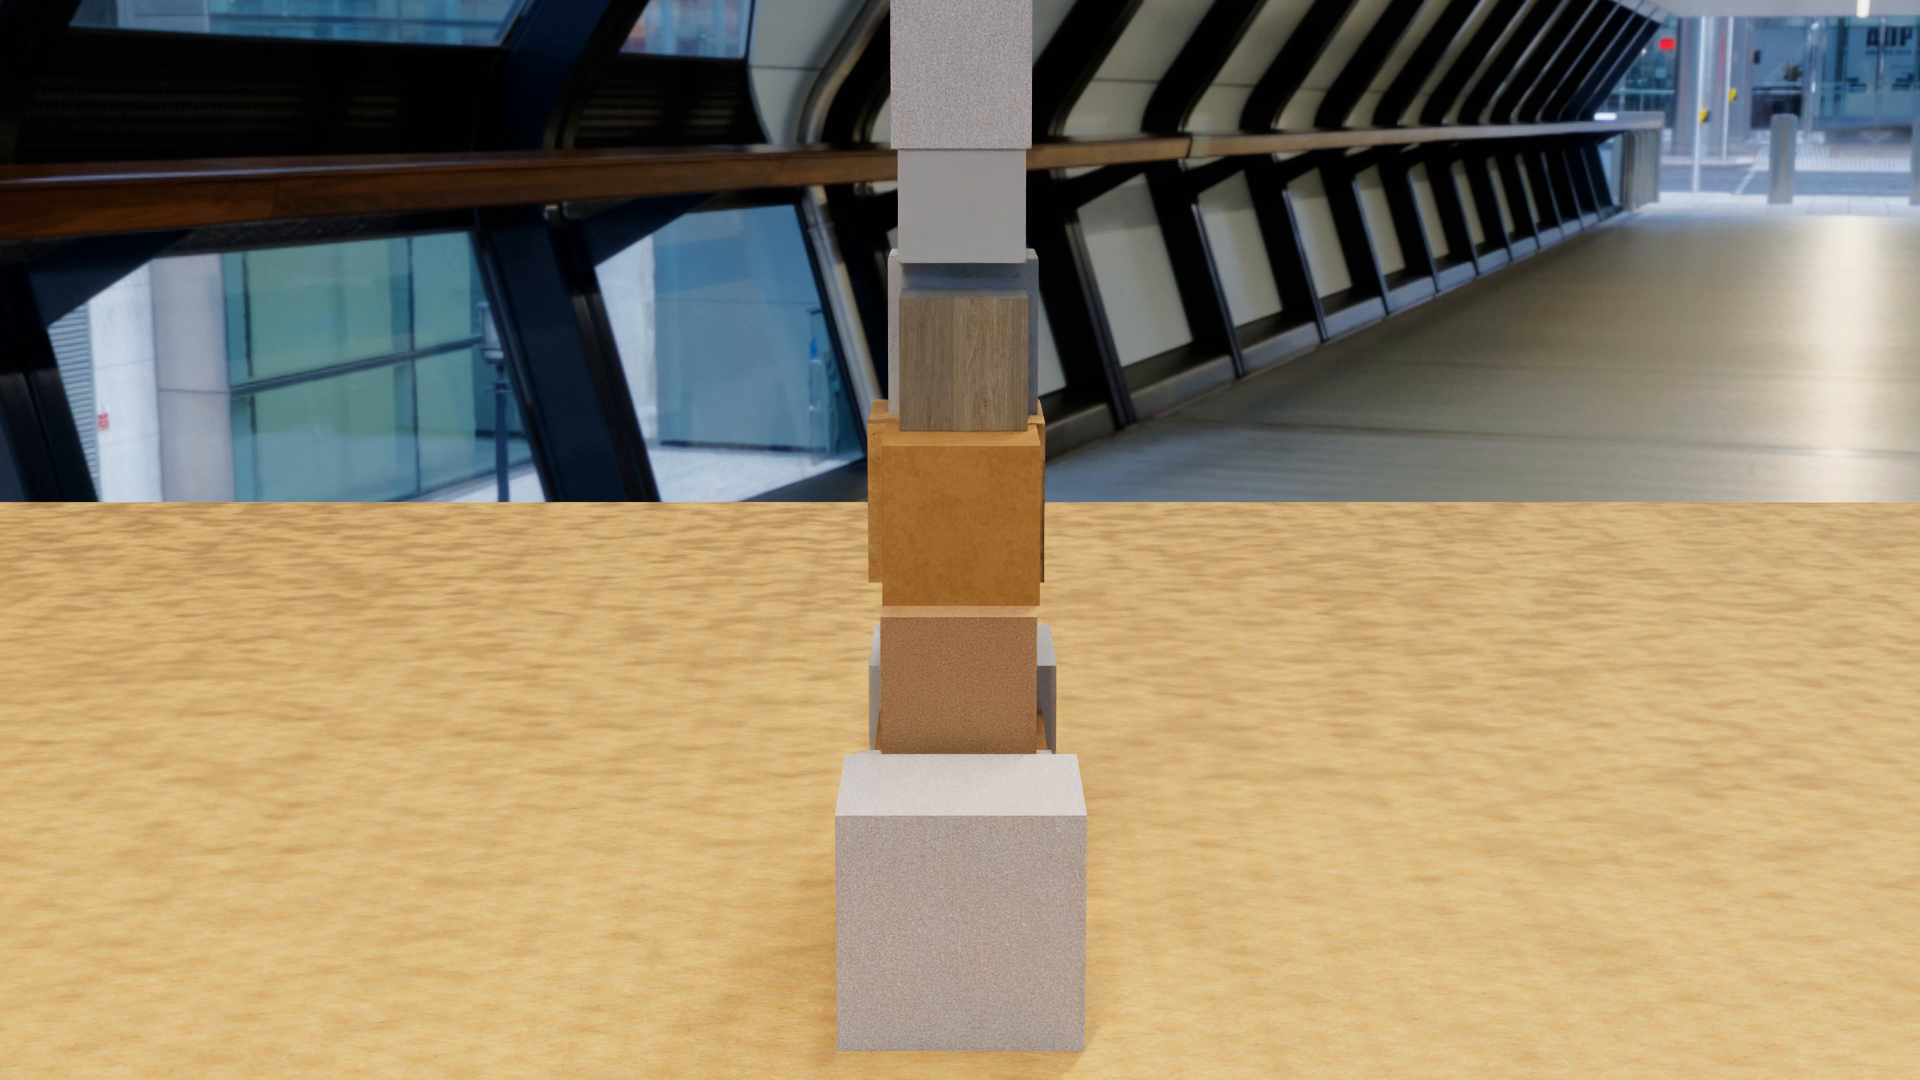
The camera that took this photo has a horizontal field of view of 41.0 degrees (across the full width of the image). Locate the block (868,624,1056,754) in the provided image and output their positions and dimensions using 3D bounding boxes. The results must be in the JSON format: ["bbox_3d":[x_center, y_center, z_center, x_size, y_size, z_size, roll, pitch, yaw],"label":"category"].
[{"bbox_3d":[0.012,0.931,11.887,0.834,0.915,0.858,0,10,0],"label":"block"}]

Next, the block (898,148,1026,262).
[{"bbox_3d":[0.008,-1.436,10.913,0.531,0.471,0.556,0,10,0],"label":"block"}]

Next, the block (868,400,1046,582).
[{"bbox_3d":[-0.015,-0.225,11.180,0.744,0.679,0.798,0,10,0],"label":"block"}]

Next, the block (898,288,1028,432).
[{"bbox_3d":[0.015,-0.759,10.711,0.525,0.541,0.519,0,10,0],"label":"block"}]

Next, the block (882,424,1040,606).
[{"bbox_3d":[0.004,-0.111,10.467,0.627,0.643,0.630,0,10,0],"label":"block"}]

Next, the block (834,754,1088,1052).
[{"bbox_3d":[0.004,1.348,9.668,0.902,0.889,0.839,0,10,0],"label":"block"}]

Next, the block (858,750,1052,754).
[{"bbox_3d":[-0.019,1.292,10.437,0.801,0.723,0.674,0,10,0],"label":"block"}]

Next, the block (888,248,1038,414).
[{"bbox_3d":[0.013,-0.926,11.276,0.641,0.664,0.633,0,10,0],"label":"block"}]

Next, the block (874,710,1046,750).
[{"bbox_3d":[0.003,1.173,11.126,0.724,0.711,0.705,0,10,0],"label":"block"}]

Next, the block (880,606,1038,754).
[{"bbox_3d":[-0.005,0.580,10.401,0.612,0.692,0.681,0,10,0],"label":"block"}]

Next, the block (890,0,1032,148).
[{"bbox_3d":[0.005,-1.968,10.814,0.580,0.612,0.571,0,10,0],"label":"block"}]
